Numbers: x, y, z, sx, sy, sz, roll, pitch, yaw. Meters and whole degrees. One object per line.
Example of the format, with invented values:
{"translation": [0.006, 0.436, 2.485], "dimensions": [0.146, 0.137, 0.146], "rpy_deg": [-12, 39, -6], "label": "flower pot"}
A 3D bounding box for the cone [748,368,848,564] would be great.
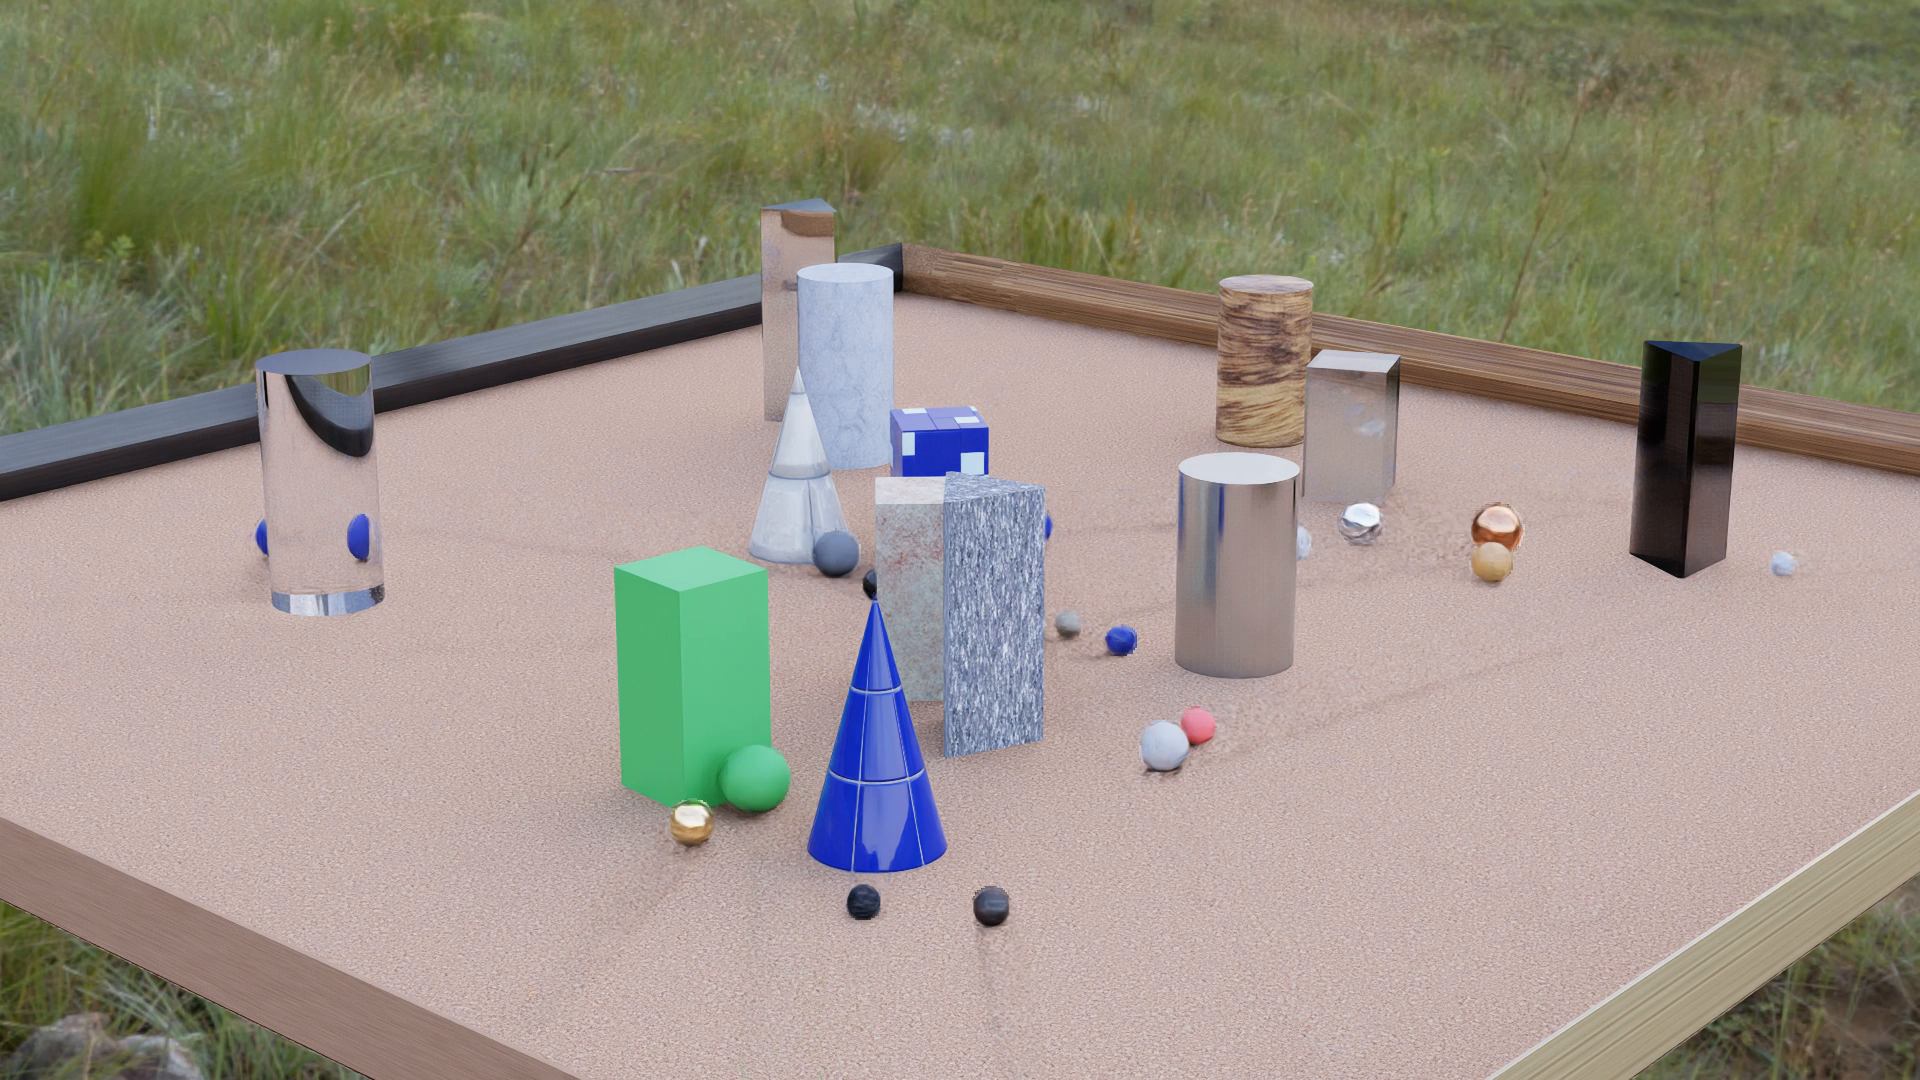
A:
{"translation": [-0.293, -0.150, 5.345], "dimensions": [0.194, 0.346, 0.194], "rpy_deg": [0, 17, 0], "label": "cone"}

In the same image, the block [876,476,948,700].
{"translation": [-0.054, 0.076, 4.637], "dimensions": [0.155, 0.322, 0.155], "rpy_deg": [0, 17, -1], "label": "block"}

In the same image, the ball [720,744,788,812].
{"translation": [-0.292, 0.338, 4.157], "dimensions": [0.097, 0.097, 0.097], "rpy_deg": [0, 17, 0], "label": "ball"}

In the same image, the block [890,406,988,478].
{"translation": [-0.038, -0.096, 5.318], "dimensions": [0.155, 0.258, 0.155], "rpy_deg": [-3, 17, -9], "label": "block"}

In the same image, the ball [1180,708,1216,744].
{"translation": [0.359, 0.281, 4.422], "dimensions": [0.054, 0.054, 0.054], "rpy_deg": [0, 17, 0], "label": "ball"}

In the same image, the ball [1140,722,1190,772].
{"translation": [0.301, 0.304, 4.315], "dimensions": [0.072, 0.072, 0.072], "rpy_deg": [0, 17, 0], "label": "ball"}

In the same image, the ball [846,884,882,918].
{"translation": [-0.125, 0.470, 3.813], "dimensions": [0.044, 0.044, 0.044], "rpy_deg": [0, 17, 0], "label": "ball"}

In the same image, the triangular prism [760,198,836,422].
{"translation": [-0.321, -0.491, 6.279], "dimensions": [0.168, 0.461, 0.146], "rpy_deg": [5, 17, 15], "label": "triangular prism"}

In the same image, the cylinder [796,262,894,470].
{"translation": [-0.231, -0.354, 5.956], "dimensions": [0.194, 0.384, 0.194], "rpy_deg": [0, 17, 0], "label": "cylinder"}

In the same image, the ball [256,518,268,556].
{"translation": [-1.235, -0.007, 5.323], "dimensions": [0.085, 0.085, 0.085], "rpy_deg": [0, 17, 0], "label": "ball"}

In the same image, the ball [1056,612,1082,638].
{"translation": [0.181, 0.142, 4.901], "dimensions": [0.044, 0.044, 0.044], "rpy_deg": [0, 17, 0], "label": "ball"}

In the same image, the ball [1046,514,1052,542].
{"translation": [0.133, -0.024, 5.395], "dimensions": [0.075, 0.075, 0.075], "rpy_deg": [0, 17, 0], "label": "ball"}

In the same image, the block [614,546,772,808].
{"translation": [-0.382, 0.199, 4.213], "dimensions": [0.155, 0.332, 0.155], "rpy_deg": [-14, 22, -40], "label": "block"}

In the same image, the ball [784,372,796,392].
{"translation": [-0.362, -0.348, 6.507], "dimensions": [0.054, 0.054, 0.054], "rpy_deg": [0, 17, 0], "label": "ball"}

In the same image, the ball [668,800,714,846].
{"translation": [-0.370, 0.391, 4.043], "dimensions": [0.063, 0.063, 0.063], "rpy_deg": [0, 17, 0], "label": "ball"}

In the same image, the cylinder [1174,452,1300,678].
{"translation": [0.448, 0.040, 4.754], "dimensions": [0.194, 0.324, 0.194], "rpy_deg": [0, 17, 0], "label": "cylinder"}

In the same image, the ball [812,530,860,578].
{"translation": [-0.220, 0.025, 5.220], "dimensions": [0.083, 0.083, 0.083], "rpy_deg": [0, 17, 0], "label": "ball"}

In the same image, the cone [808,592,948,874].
{"translation": [-0.114, 0.246, 3.994], "dimensions": [0.194, 0.369, 0.194], "rpy_deg": [0, 17, 0], "label": "cone"}

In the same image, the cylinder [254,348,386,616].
{"translation": [-1.100, -0.101, 5.047], "dimensions": [0.194, 0.424, 0.194], "rpy_deg": [0, 17, 0], "label": "cylinder"}

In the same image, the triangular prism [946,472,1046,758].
{"translation": [0.018, 0.105, 4.414], "dimensions": [0.168, 0.396, 0.146], "rpy_deg": [-9, 19, -27], "label": "triangular prism"}

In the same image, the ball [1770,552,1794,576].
{"translation": [1.468, 0.043, 5.233], "dimensions": [0.042, 0.042, 0.042], "rpy_deg": [0, 17, 0], "label": "ball"}

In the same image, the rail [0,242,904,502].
{"translation": [-1.332, -0.302, 6.228], "dimensions": [0.045, 0.126, 3.662], "rpy_deg": [14, 22, 39], "label": "rail"}

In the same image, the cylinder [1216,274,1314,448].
{"translation": [0.635, -0.374, 6.121], "dimensions": [0.194, 0.327, 0.194], "rpy_deg": [0, 17, 0], "label": "cylinder"}

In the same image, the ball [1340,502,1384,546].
{"translation": [0.740, -0.030, 5.407], "dimensions": [0.081, 0.081, 0.081], "rpy_deg": [0, 17, 0], "label": "ball"}

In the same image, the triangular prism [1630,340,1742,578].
{"translation": [1.283, -0.153, 5.268], "dimensions": [0.146, 0.397, 0.168], "rpy_deg": [14, 22, 38], "label": "triangular prism"}

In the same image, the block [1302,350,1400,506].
{"translation": [0.764, -0.221, 5.721], "dimensions": [0.155, 0.264, 0.155], "rpy_deg": [5, 18, 18], "label": "block"}

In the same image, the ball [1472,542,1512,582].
{"translation": [0.942, 0.038, 5.198], "dimensions": [0.070, 0.070, 0.070], "rpy_deg": [0, 17, 0], "label": "ball"}

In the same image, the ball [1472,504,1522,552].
{"translation": [0.979, -0.018, 5.347], "dimensions": [0.092, 0.092, 0.092], "rpy_deg": [0, 17, 0], "label": "ball"}

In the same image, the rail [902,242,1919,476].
{"translation": [1.185, -0.363, 6.427], "dimensions": [3.576, 0.126, 0.045], "rpy_deg": [14, 22, 39], "label": "rail"}

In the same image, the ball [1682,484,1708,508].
{"translation": [1.416, -0.086, 5.647], "dimensions": [0.048, 0.048, 0.048], "rpy_deg": [0, 17, 0], "label": "ball"}

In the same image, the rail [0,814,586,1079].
{"translation": [-1.185, 0.426, 3.813], "dimensions": [3.576, 0.126, 0.045], "rpy_deg": [14, 22, 39], "label": "rail"}

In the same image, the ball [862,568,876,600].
{"translation": [-0.141, 0.078, 5.087], "dimensions": [0.059, 0.059, 0.059], "rpy_deg": [0, 17, 0], "label": "ball"}

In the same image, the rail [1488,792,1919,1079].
{"translation": [1.332, 0.366, 4.013], "dimensions": [0.045, 0.126, 3.662], "rpy_deg": [14, 22, 39], "label": "rail"}

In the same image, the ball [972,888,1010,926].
{"translation": [0.041, 0.475, 3.789], "dimensions": [0.048, 0.048, 0.048], "rpy_deg": [0, 17, 0], "label": "ball"}

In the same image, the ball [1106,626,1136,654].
{"translation": [0.264, 0.164, 4.819], "dimensions": [0.049, 0.049, 0.049], "rpy_deg": [0, 17, 0], "label": "ball"}

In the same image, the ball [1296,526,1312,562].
{"translation": [0.603, 0.006, 5.311], "dimensions": [0.067, 0.067, 0.067], "rpy_deg": [0, 17, 0], "label": "ball"}
